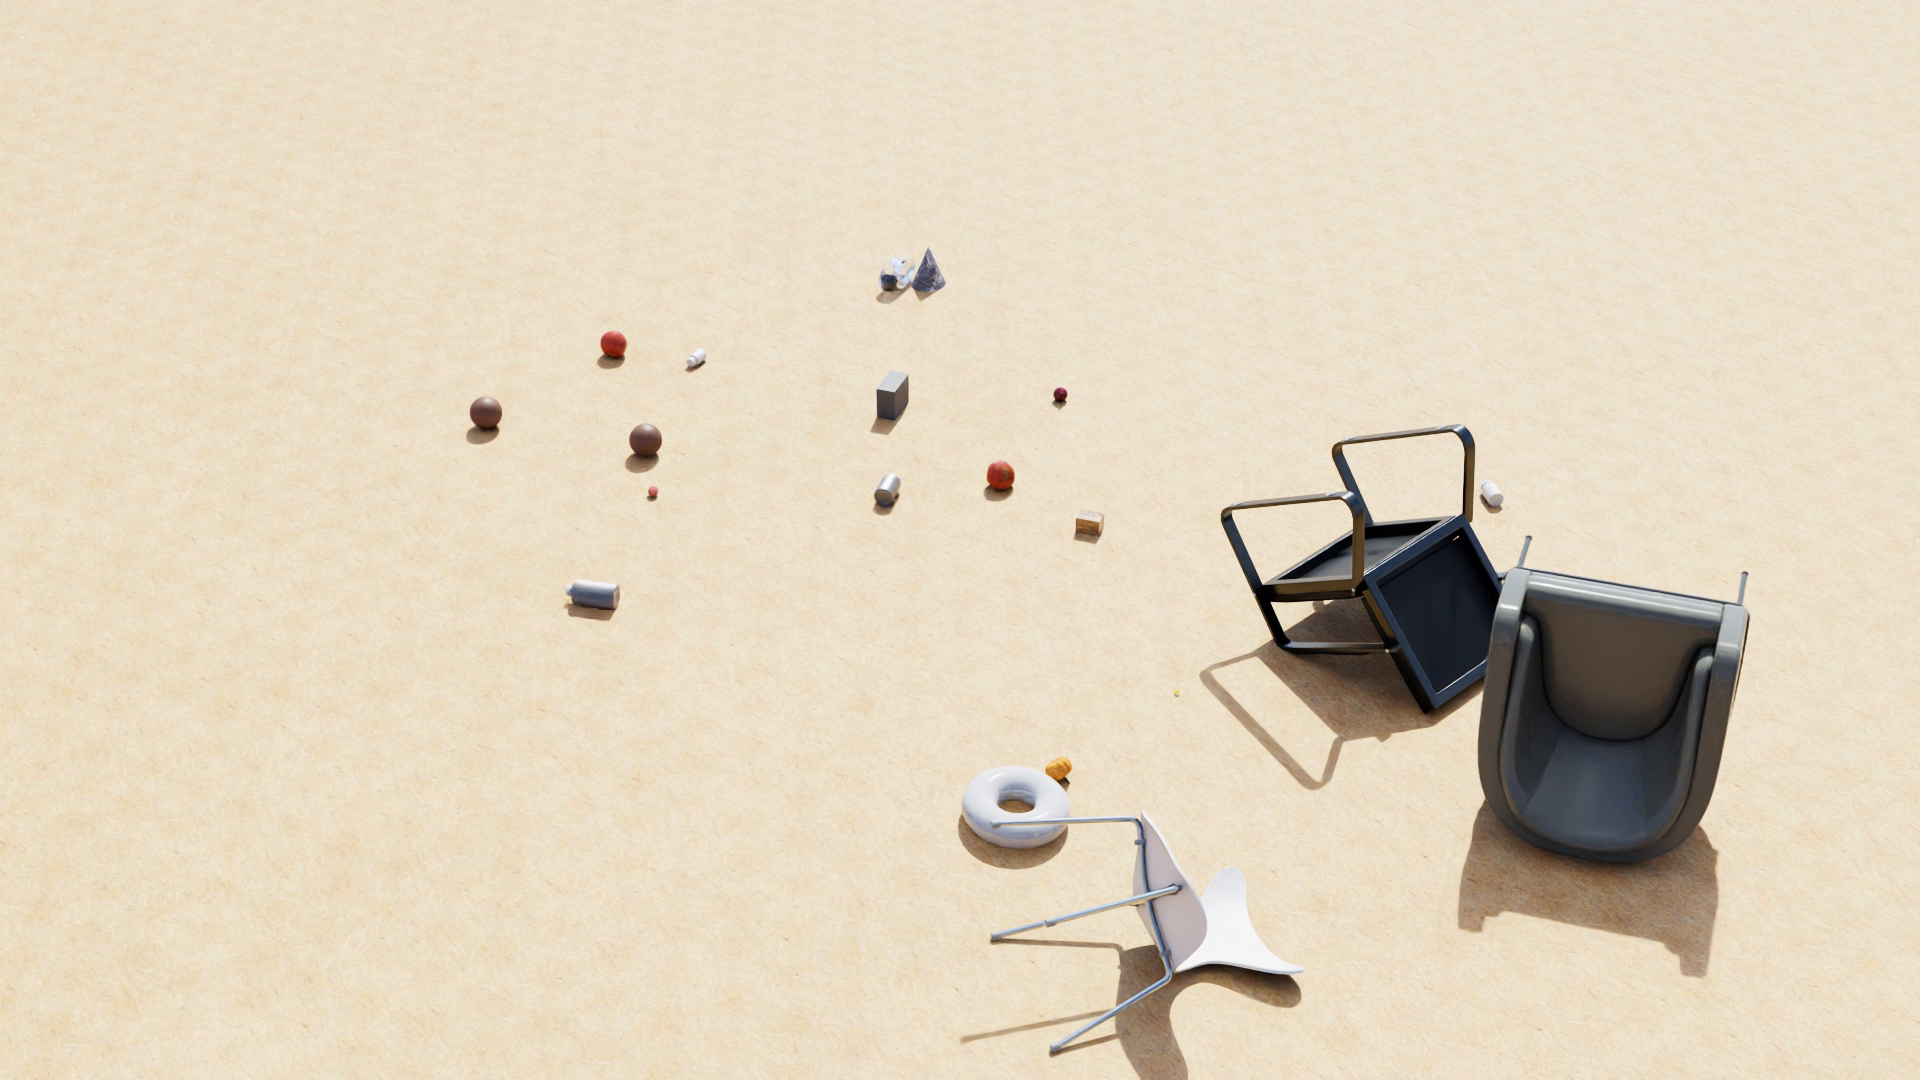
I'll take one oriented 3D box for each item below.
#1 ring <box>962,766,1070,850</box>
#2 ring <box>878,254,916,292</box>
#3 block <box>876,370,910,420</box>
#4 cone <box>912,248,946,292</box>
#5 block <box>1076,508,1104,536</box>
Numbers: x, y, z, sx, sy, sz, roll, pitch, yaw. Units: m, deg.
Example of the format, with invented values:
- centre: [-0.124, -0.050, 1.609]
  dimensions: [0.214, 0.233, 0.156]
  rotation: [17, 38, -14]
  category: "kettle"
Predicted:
- centre: [0.182, 0.868, 9.532]
  dimensions: [0.353, 0.106, 0.387]
  rotation: [-11, 34, -18]
  category: "ring"
- centre: [-0.269, -1.145, 12.574]
  dimensions: [0.085, 0.123, 0.240]
  rotation: [4, 37, 32]
  category: "ring"
- centre: [-0.269, -0.577, 11.700]
  dimensions: [0.078, 0.131, 0.154]
  rotation: [12, 35, 17]
  category: "block"
- centre: [-0.135, -1.178, 12.564]
  dimensions: [0.157, 0.185, 0.133]
  rotation: [-22, 39, -30]
  category: "cone"
- centre: [0.486, -0.065, 10.986]
  dimensions: [0.092, 0.063, 0.064]
  rotation: [11, 35, 16]
  category: "block"
